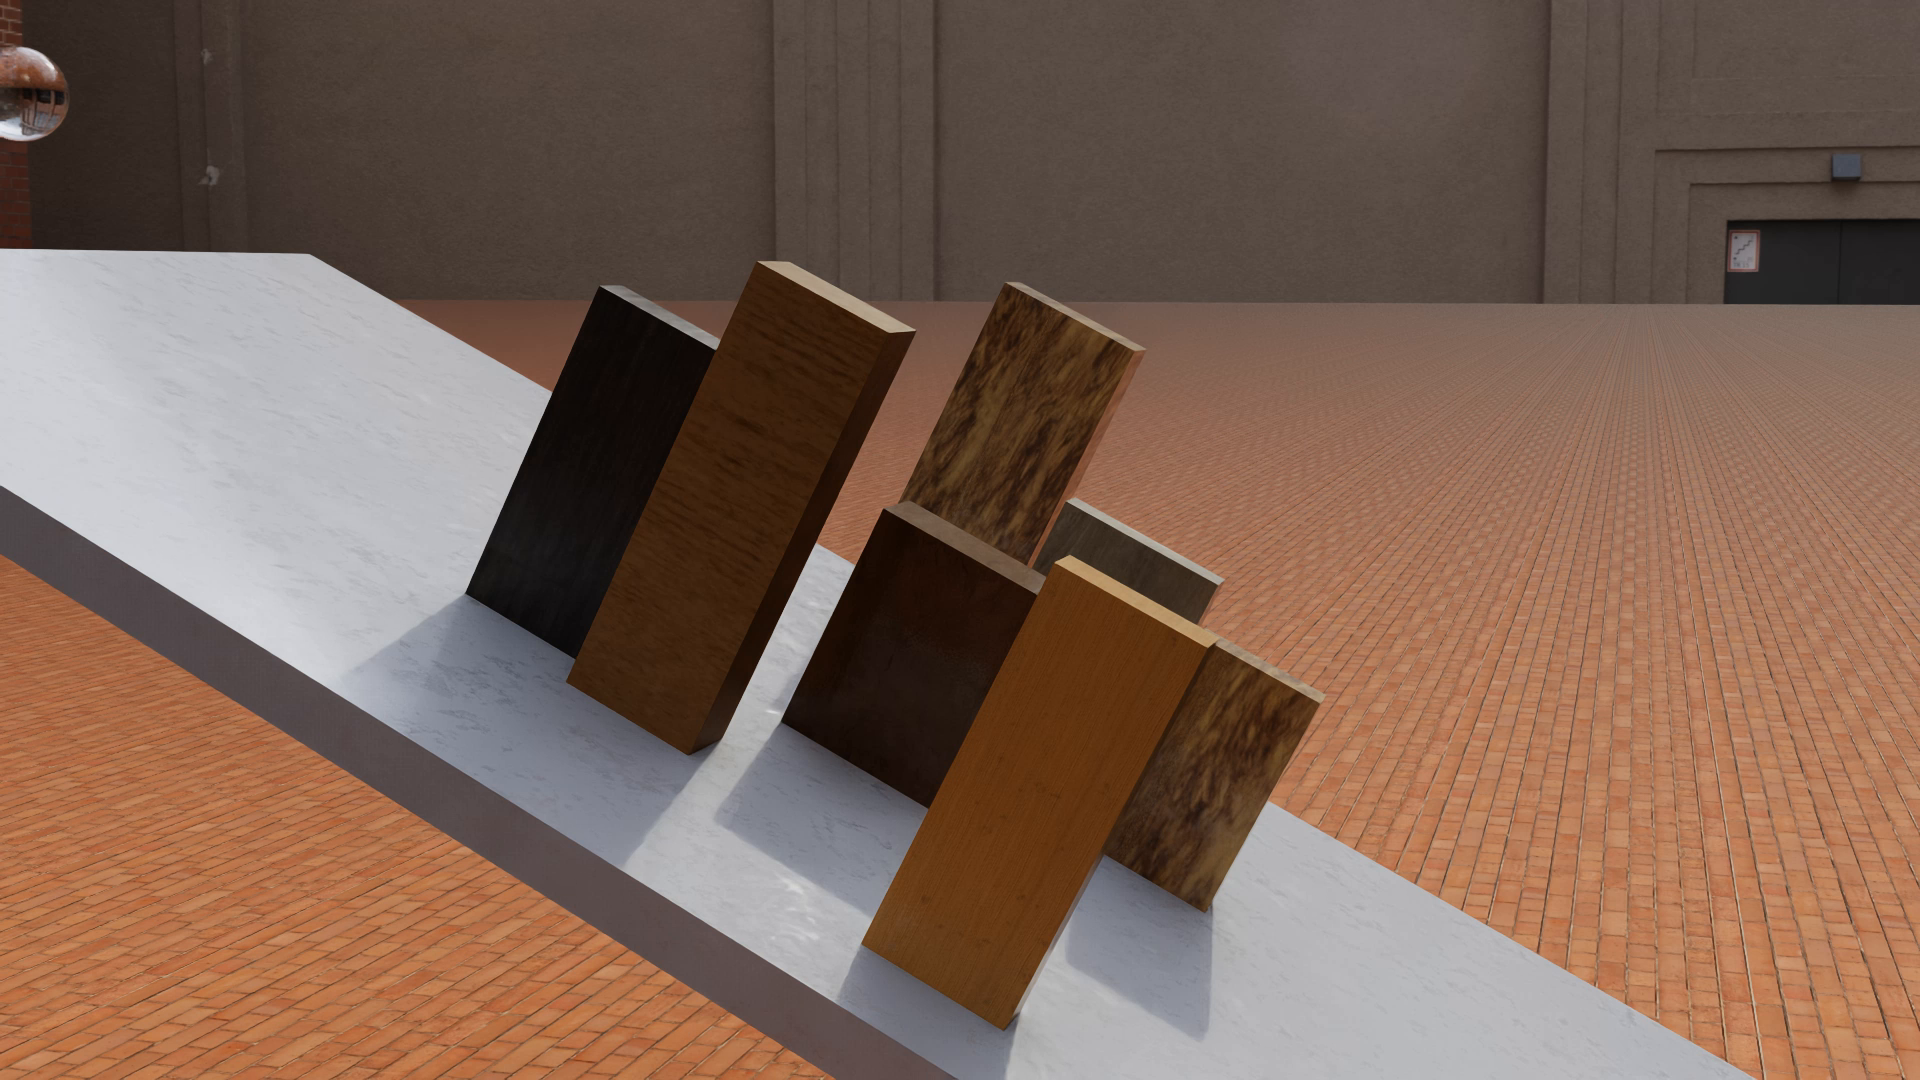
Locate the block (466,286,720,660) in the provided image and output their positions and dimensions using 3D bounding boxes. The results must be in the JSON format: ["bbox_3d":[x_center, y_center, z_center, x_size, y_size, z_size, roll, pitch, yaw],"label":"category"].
[{"bbox_3d":[-0.618,-0.110,3.842,0.271,0.607,0.090,29,14,12],"label":"block"}]

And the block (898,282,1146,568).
[{"bbox_3d":[0.090,-0.156,4.937,0.327,0.775,0.124,29,14,12],"label":"block"}]

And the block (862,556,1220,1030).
[{"bbox_3d":[0.114,0.377,3.265,0.252,0.664,0.091,29,14,12],"label":"block"}]

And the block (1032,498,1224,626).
[{"bbox_3d":[0.271,0.214,4.514,0.352,0.489,0.080,29,14,12],"label":"block"}]

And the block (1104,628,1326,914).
[{"bbox_3d":[0.460,0.432,4.122,0.255,0.459,0.084,29,14,12],"label":"block"}]

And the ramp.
[{"bbox_3d":[-0.238,0.398,4.156,4.000,0.100,2.000,29,14,12],"label":"ramp"}]

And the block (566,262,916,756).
[{"bbox_3d":[-0.371,-0.052,3.685,0.252,0.794,0.143,29,14,12],"label":"block"}]

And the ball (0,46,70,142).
[{"bbox_3d":[-1.882,-0.892,4.400,0.187,0.187,0.187,0,7,0],"label":"ball"}]

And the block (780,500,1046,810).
[{"bbox_3d":[-0.072,0.207,4.008,0.326,0.446,0.148,29,14,12],"label":"block"}]
